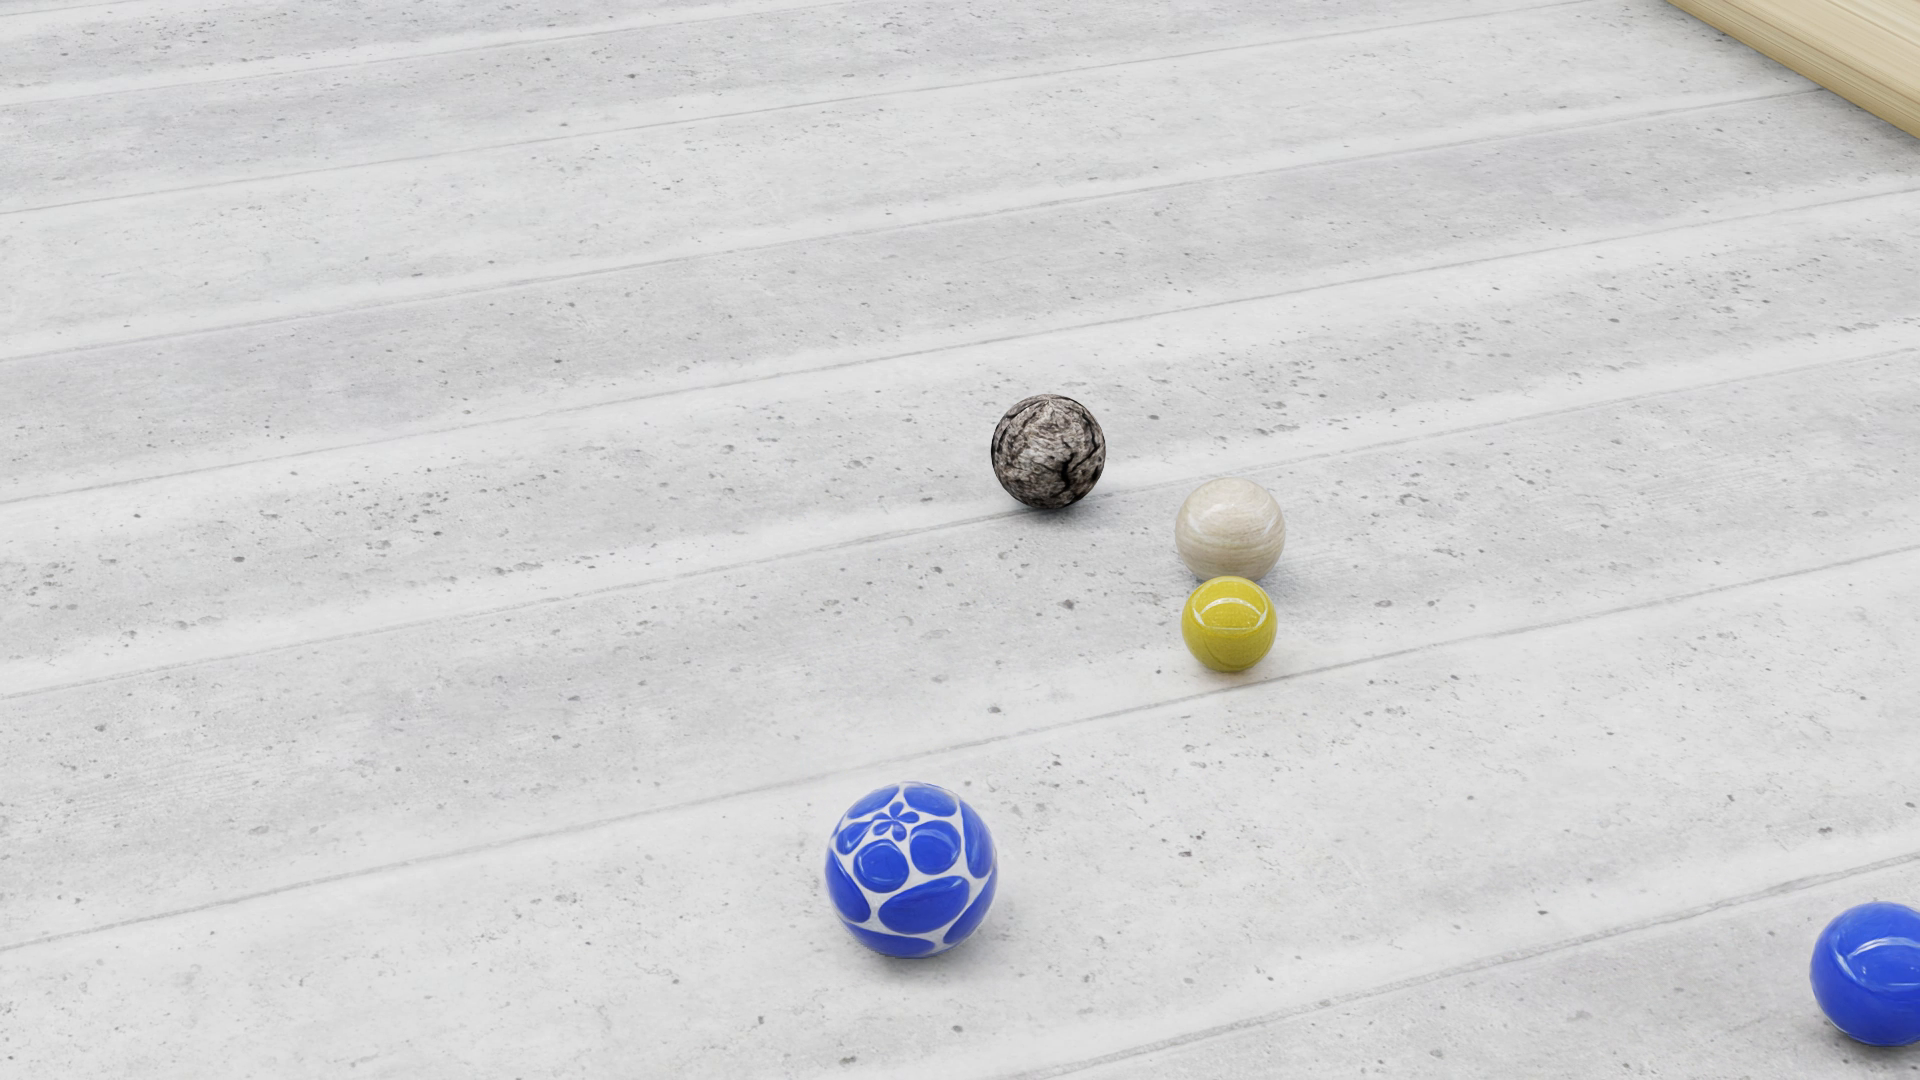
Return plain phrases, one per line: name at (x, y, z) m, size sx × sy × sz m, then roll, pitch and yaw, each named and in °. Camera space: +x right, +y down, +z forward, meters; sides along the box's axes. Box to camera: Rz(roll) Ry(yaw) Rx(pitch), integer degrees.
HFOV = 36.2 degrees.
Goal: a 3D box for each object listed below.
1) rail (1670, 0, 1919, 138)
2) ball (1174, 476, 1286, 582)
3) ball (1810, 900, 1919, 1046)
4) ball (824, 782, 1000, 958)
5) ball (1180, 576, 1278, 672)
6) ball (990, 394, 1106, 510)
rail at (0.583, -0.646, 2.916) m, size 0.045 × 0.115 × 4.001 m, roll -11°, pitch 31°, yaw -18°
ball at (0.166, -0.005, 1.807) m, size 0.068 × 0.068 × 0.068 m, roll 0°, pitch 29°, yaw 0°
ball at (0.446, 0.209, 1.420) m, size 0.070 × 0.070 × 0.070 m, roll 0°, pitch 29°, yaw 0°
ball at (-0.024, 0.166, 1.479) m, size 0.088 × 0.088 × 0.088 m, roll 0°, pitch 29°, yaw 0°
ball at (0.158, 0.049, 1.722) m, size 0.057 × 0.057 × 0.057 m, roll 0°, pitch 29°, yaw 0°
ball at (0.057, -0.057, 1.895) m, size 0.075 × 0.075 × 0.075 m, roll 0°, pitch 29°, yaw 0°
